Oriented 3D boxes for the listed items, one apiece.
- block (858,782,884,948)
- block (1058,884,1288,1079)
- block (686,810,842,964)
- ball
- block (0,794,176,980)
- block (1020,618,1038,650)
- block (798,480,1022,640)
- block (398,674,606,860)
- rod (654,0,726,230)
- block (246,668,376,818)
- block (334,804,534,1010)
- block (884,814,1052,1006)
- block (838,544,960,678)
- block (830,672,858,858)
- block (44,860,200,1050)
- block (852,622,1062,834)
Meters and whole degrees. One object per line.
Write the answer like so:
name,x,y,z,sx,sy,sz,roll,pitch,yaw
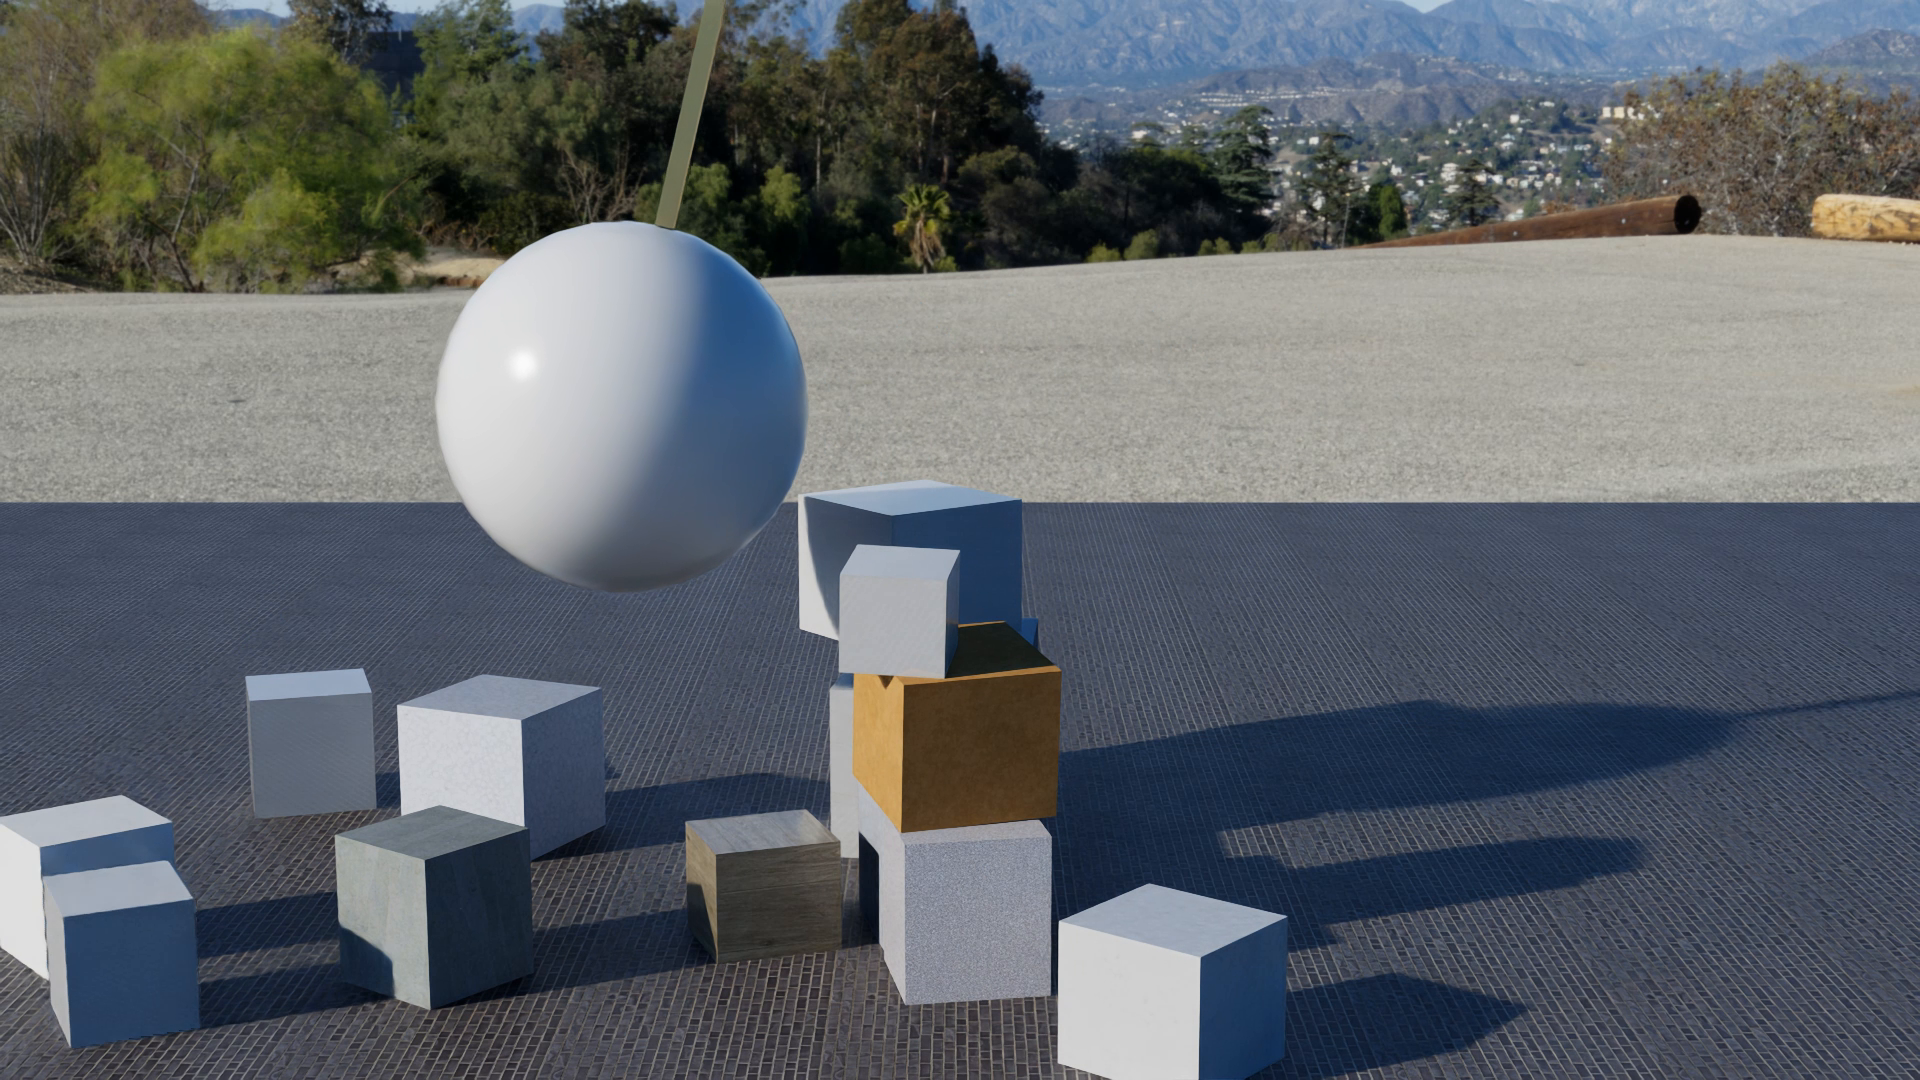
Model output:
block,-0.077,1.284,10.617,0.576,0.676,0.629,-2,11,-13
block,0.762,1.613,9.202,0.604,0.533,0.560,8,13,38
block,-0.808,1.413,10.517,0.519,0.457,0.488,-4,11,-20
ball,-1.452,-0.573,11.076,1.600,1.600,1.600,0,10,0
block,-3.532,1.395,10.371,0.539,0.544,0.513,-9,13,-39
block,0.005,0.854,12.567,0.722,0.823,0.709,1,10,4
block,-0.244,0.119,12.446,0.775,0.667,0.770,-8,13,-37
block,-2.123,1.050,11.932,0.672,0.665,0.674,5,11,24
rod,-0.629,-3.819,10.486,0.080,5.200,0.080,14,10,-2
block,-3.171,0.986,12.525,0.567,0.579,0.530,-3,11,-17
block,-2.056,1.428,10.055,0.528,0.593,0.528,8,13,37
block,0.023,1.407,10.045,0.568,0.637,0.529,-2,10,-10
block,-0.231,0.272,9.911,0.407,0.390,0.415,3,16,6
block,-0.132,1.004,11.866,0.825,0.780,0.689,1,10,7
block,-3.145,1.546,9.616,0.459,0.508,0.500,-5,12,-27
block,-0.023,0.726,10.141,0.637,0.599,0.652,-4,17,-19
